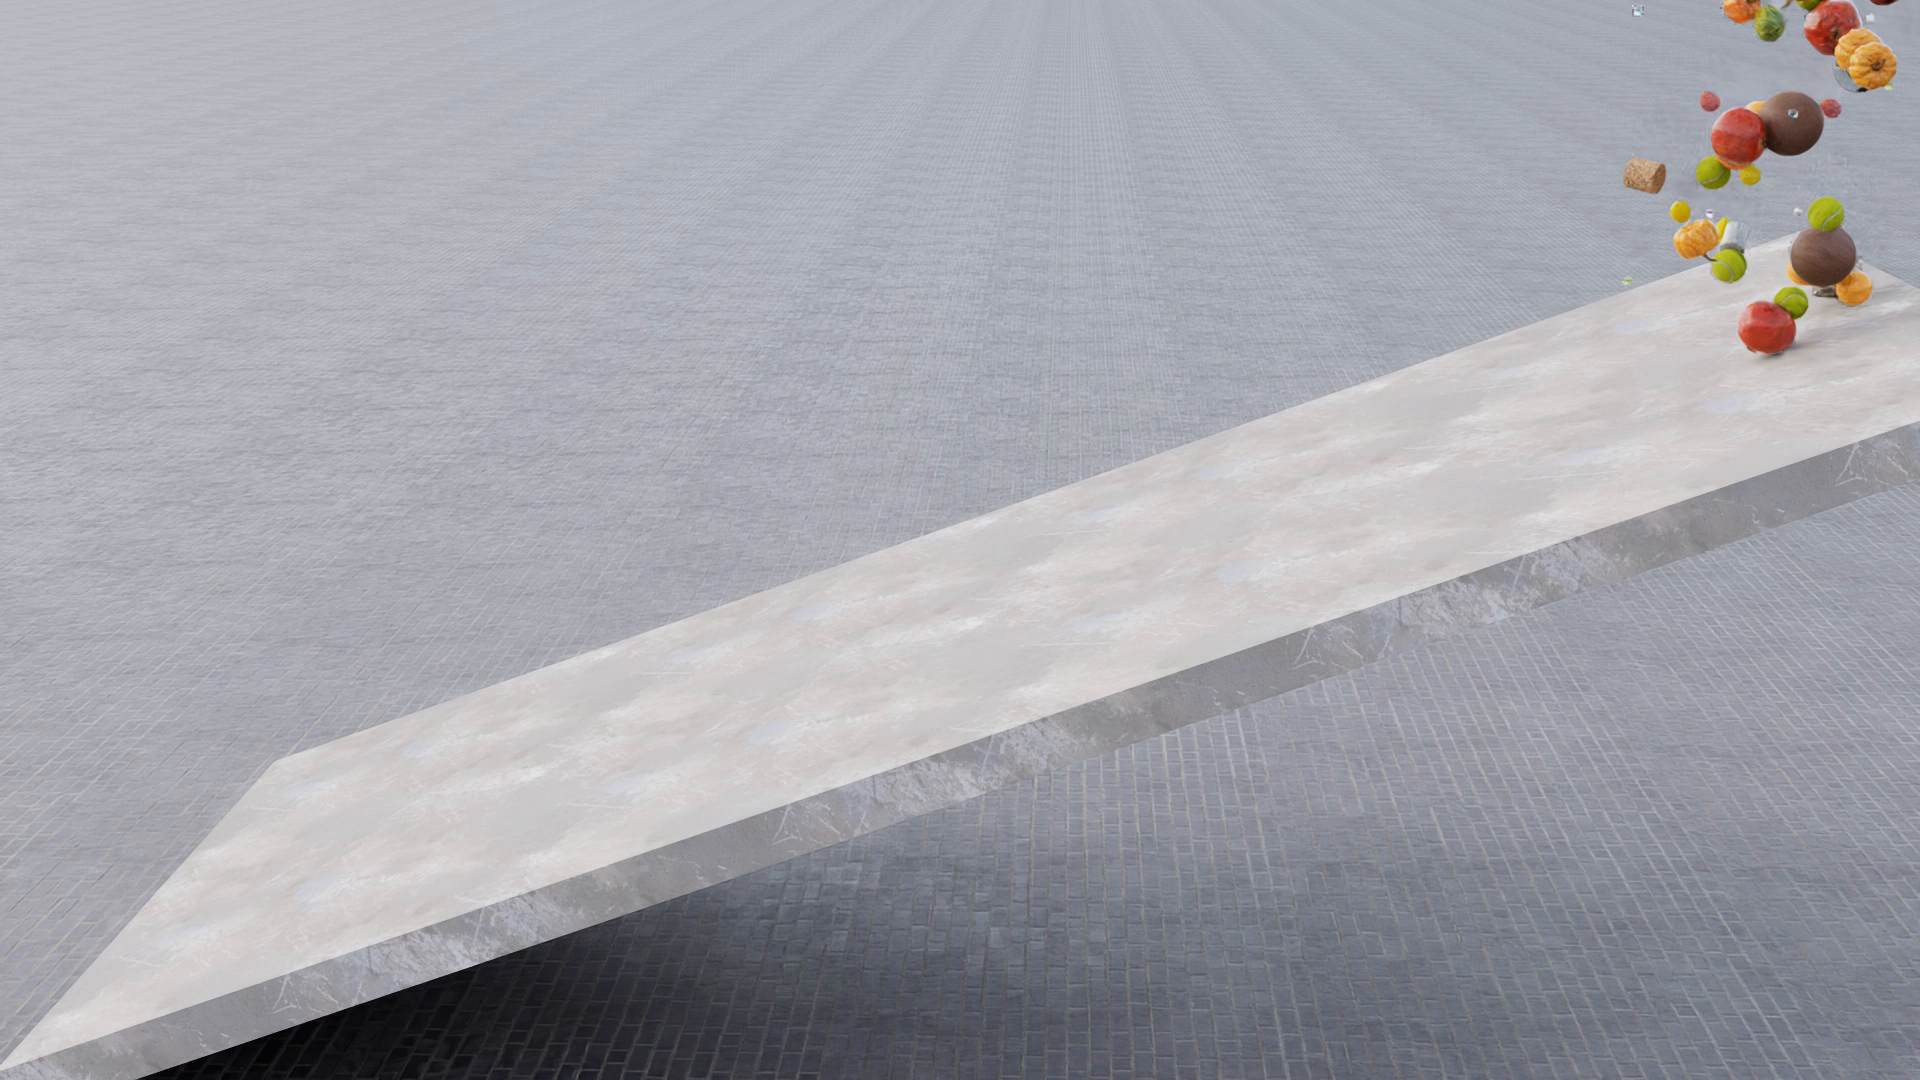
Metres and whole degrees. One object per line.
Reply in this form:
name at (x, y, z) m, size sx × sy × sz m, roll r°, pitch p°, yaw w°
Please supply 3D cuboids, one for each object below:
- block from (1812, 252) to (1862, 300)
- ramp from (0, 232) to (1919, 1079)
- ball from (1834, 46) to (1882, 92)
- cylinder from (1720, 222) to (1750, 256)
block at (1.835, -0.552, 6.155) m, size 0.076 × 0.076 × 0.076 m, roll 7°, pitch -9°, yaw -3°
ramp at (0.114, 0.177, 6.299) m, size 4.000 × 0.100 × 2.000 m, roll -19°, pitch 11°, yaw 6°
ball at (1.803, -0.946, 5.904) m, size 0.095 × 0.095 × 0.095 m, roll 0°, pitch 13°, yaw 0°
cylinder at (1.597, -0.620, 6.057) m, size 0.051 × 0.051 × 0.051 m, roll 18°, pitch -22°, yaw 7°
